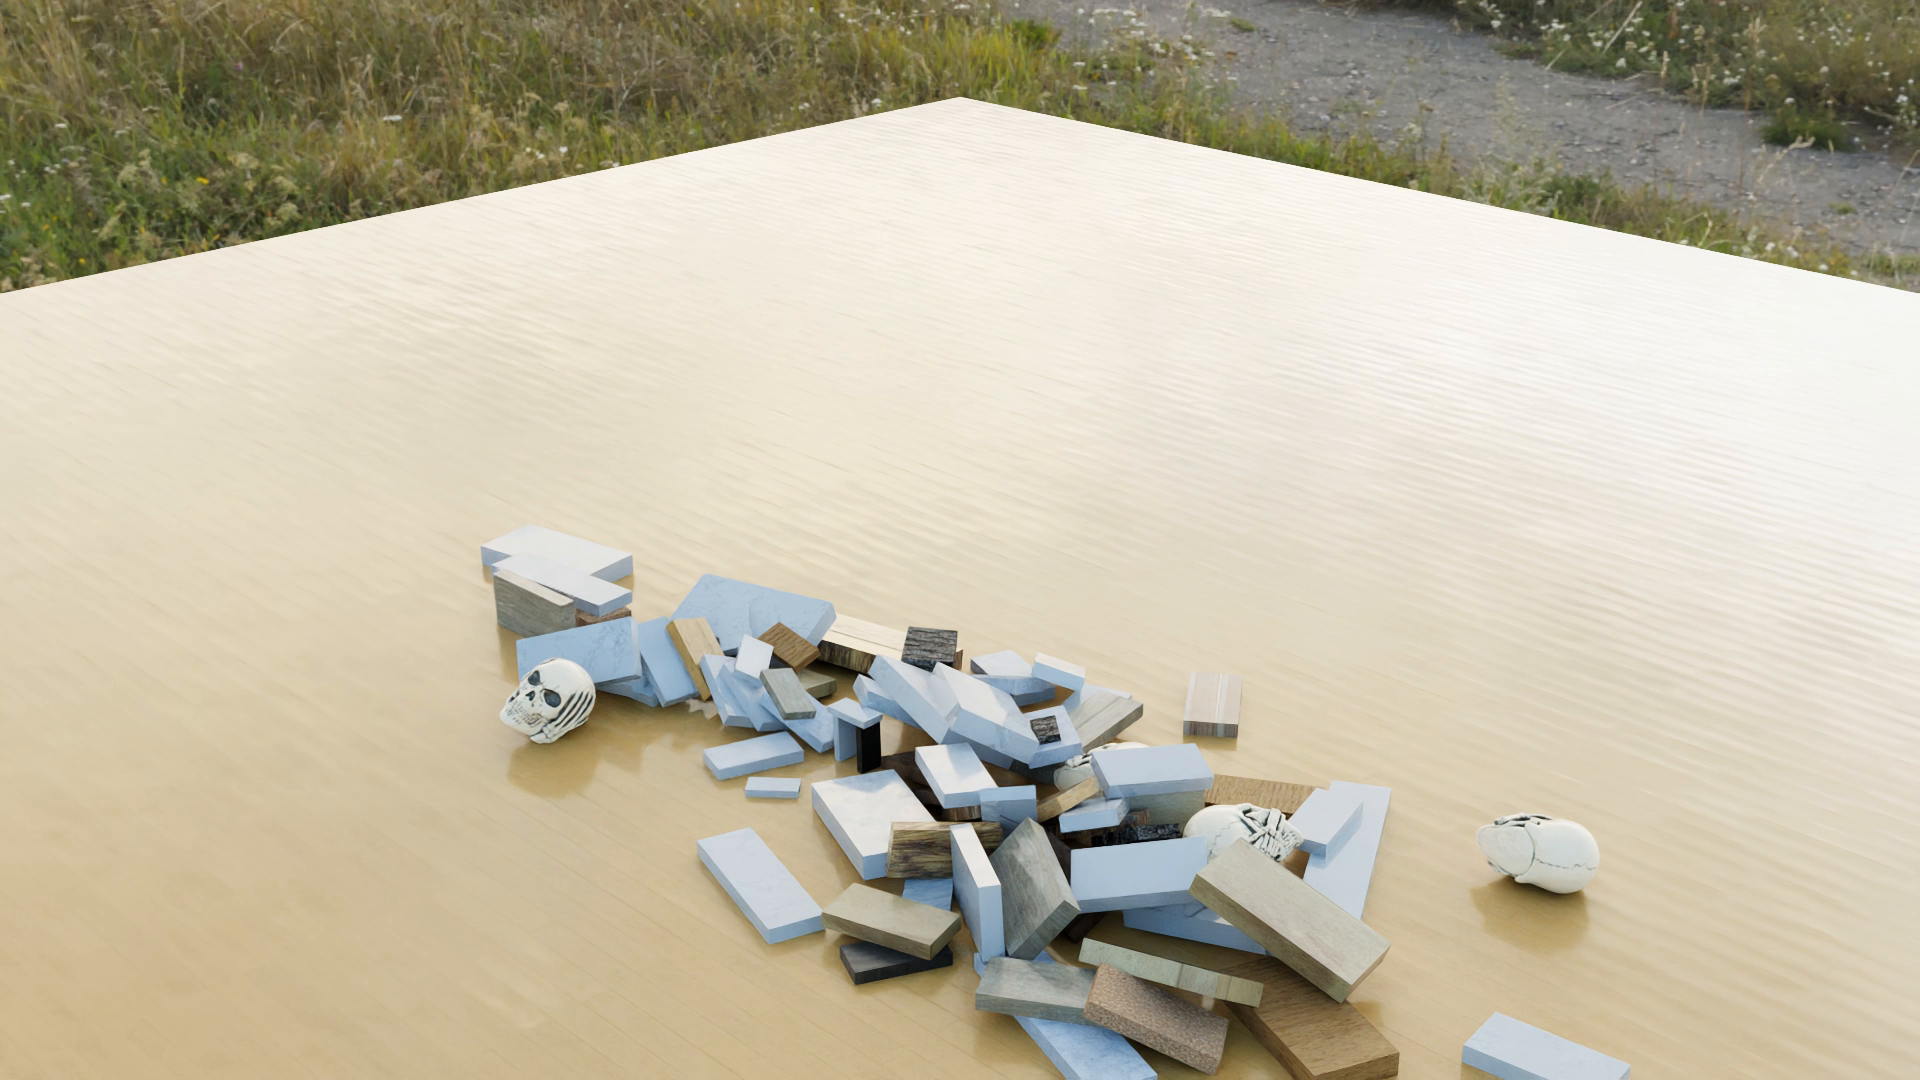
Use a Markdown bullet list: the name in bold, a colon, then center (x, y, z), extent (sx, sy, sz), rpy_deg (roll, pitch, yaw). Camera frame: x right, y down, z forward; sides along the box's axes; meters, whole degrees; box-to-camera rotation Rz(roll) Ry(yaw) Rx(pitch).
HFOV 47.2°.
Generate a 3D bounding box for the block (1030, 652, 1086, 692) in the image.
- **block**: center (0.219, 0.293, 4.889), extent (0.115, 0.033, 0.230), rpy_deg (19, 3, 2)

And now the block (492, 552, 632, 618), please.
- **block**: center (-0.963, 0.105, 5.308), extent (0.383, 0.030, 0.107), rpy_deg (17, 28, 35)

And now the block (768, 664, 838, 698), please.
- **block**: center (-0.393, 0.313, 4.954), extent (0.214, 0.030, 0.107), rpy_deg (15, 18, 36)

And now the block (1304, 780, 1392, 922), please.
- **block**: center (0.734, 0.630, 4.233), extent (0.121, 0.034, 0.616), rpy_deg (7, 24, 15)

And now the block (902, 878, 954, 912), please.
- **block**: center (-0.060, 0.673, 4.142), extent (0.092, 0.026, 0.184), rpy_deg (2, 23, 4)

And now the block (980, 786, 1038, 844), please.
- **block**: center (0.096, 0.543, 4.217), extent (0.105, 0.210, 0.030), rpy_deg (-4, 51, 1)

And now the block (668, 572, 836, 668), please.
- **block**: center (-0.483, 0.187, 5.081), extent (0.355, 0.050, 0.178), rpy_deg (12, 48, 27)

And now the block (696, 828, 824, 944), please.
- **block**: center (-0.381, 0.653, 4.180), extent (0.114, 0.032, 0.355), rpy_deg (-12, 26, -25)

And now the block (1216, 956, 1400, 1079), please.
- **block**: center (0.589, 0.823, 3.761), extent (0.164, 0.046, 0.328), rpy_deg (-9, 25, -21)

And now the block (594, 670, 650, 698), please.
- **block**: center (-0.807, 0.276, 4.965), extent (0.267, 0.038, 0.134), rpy_deg (9, 42, 28)

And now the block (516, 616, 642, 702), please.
- **block**: center (-0.846, 0.265, 4.883), extent (0.277, 0.134, 0.038), rpy_deg (-12, -18, 12)

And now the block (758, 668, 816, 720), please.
- **block**: center (-0.373, 0.333, 4.753), extent (0.074, 0.021, 0.148), rpy_deg (-1, 36, -30)

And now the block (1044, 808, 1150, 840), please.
- **block**: center (0.266, 0.557, 4.308), extent (0.199, 0.028, 0.099), rpy_deg (-9, -1, 16)

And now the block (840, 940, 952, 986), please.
- **block**: center (-0.115, 0.749, 3.963), extent (0.184, 0.026, 0.092), rpy_deg (-8, 24, -18)

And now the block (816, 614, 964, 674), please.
- **block**: center (-0.271, 0.233, 5.108), extent (0.540, 0.050, 0.178), rpy_deg (14, 19, 29)

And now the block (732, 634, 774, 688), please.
- **block**: center (-0.458, 0.267, 4.858), extent (0.072, 0.020, 0.143), rpy_deg (24, 28, -10)

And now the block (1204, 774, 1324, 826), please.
- **block**: center (0.611, 0.531, 4.465), extent (0.242, 0.034, 0.121), rpy_deg (6, 24, 13)

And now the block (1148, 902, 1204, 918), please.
- **block**: center (0.363, 0.633, 4.092), extent (0.125, 0.035, 0.249), rpy_deg (-23, 22, -39)

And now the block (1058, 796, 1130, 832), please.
- **block**: center (0.261, 0.527, 4.245), extent (0.110, 0.031, 0.220), rpy_deg (-9, -1, 10)

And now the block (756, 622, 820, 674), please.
- **block**: center (-0.387, 0.241, 4.941), extent (0.072, 0.020, 0.143), rpy_deg (-38, 46, -24)

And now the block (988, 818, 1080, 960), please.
- **block**: center (0.122, 0.636, 3.999), extent (0.041, 0.144, 0.287), rpy_deg (38, 11, -24)

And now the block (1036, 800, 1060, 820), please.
- **block**: center (0.157, 0.537, 4.431), extent (0.109, 0.054, 0.015), rpy_deg (18, 73, 36)

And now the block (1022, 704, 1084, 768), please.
- **block**: center (0.180, 0.408, 4.572), extent (0.114, 0.032, 0.228), rpy_deg (-12, 16, -4)

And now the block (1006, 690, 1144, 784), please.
- **block**: center (0.246, 0.415, 4.659), extent (0.110, 0.031, 0.355), rpy_deg (16, 29, 33)

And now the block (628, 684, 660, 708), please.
- **block**: center (-0.737, 0.298, 4.972), extent (0.230, 0.033, 0.115), rpy_deg (18, 47, 35)

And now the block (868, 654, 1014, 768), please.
- **block**: center (-0.039, 0.359, 4.648), extent (0.177, 0.050, 0.389), rpy_deg (22, 8, -31)

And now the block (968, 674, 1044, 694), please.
- **block**: center (0.059, 0.317, 4.858), extent (0.229, 0.033, 0.115), rpy_deg (0, -1, 36)

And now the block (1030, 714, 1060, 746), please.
- **block**: center (0.176, 0.393, 4.541), extent (0.054, 0.015, 0.109), rpy_deg (-11, 16, 0)

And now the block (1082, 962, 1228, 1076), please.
- **block**: center (0.331, 0.807, 3.711), extent (0.238, 0.034, 0.119), rpy_deg (24, 26, 3)

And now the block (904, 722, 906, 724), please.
- **block**: center (-0.016, 0.369, 4.853), extent (0.212, 0.030, 0.106), rpy_deg (1, 23, 1)

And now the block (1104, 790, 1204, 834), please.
- **block**: center (0.385, 0.535, 4.369), extent (0.199, 0.099, 0.028), rpy_deg (0, -1, 0)

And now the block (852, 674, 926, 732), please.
- **block**: center (-0.110, 0.363, 4.703), extent (0.235, 0.033, 0.117), rpy_deg (24, 7, -17)

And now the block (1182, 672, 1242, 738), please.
- **block**: center (0.561, 0.363, 4.863), extent (0.117, 0.033, 0.240), rpy_deg (4, 23, 8)

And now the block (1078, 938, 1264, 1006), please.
- **block**: center (0.363, 0.746, 3.797), extent (0.287, 0.041, 0.144), rpy_deg (7, -11, 41)

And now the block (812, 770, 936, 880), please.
- **block**: center (-0.159, 0.558, 4.345), extent (0.177, 0.050, 0.354), rpy_deg (-8, 20, -18)

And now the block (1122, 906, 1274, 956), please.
- **block**: center (0.482, 0.680, 4.036), extent (0.328, 0.046, 0.164), rpy_deg (5, 22, 35)

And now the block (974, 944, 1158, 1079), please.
- **block**: center (0.175, 0.823, 3.777), extent (0.119, 0.034, 0.447), rpy_deg (-10, 25, -23)
